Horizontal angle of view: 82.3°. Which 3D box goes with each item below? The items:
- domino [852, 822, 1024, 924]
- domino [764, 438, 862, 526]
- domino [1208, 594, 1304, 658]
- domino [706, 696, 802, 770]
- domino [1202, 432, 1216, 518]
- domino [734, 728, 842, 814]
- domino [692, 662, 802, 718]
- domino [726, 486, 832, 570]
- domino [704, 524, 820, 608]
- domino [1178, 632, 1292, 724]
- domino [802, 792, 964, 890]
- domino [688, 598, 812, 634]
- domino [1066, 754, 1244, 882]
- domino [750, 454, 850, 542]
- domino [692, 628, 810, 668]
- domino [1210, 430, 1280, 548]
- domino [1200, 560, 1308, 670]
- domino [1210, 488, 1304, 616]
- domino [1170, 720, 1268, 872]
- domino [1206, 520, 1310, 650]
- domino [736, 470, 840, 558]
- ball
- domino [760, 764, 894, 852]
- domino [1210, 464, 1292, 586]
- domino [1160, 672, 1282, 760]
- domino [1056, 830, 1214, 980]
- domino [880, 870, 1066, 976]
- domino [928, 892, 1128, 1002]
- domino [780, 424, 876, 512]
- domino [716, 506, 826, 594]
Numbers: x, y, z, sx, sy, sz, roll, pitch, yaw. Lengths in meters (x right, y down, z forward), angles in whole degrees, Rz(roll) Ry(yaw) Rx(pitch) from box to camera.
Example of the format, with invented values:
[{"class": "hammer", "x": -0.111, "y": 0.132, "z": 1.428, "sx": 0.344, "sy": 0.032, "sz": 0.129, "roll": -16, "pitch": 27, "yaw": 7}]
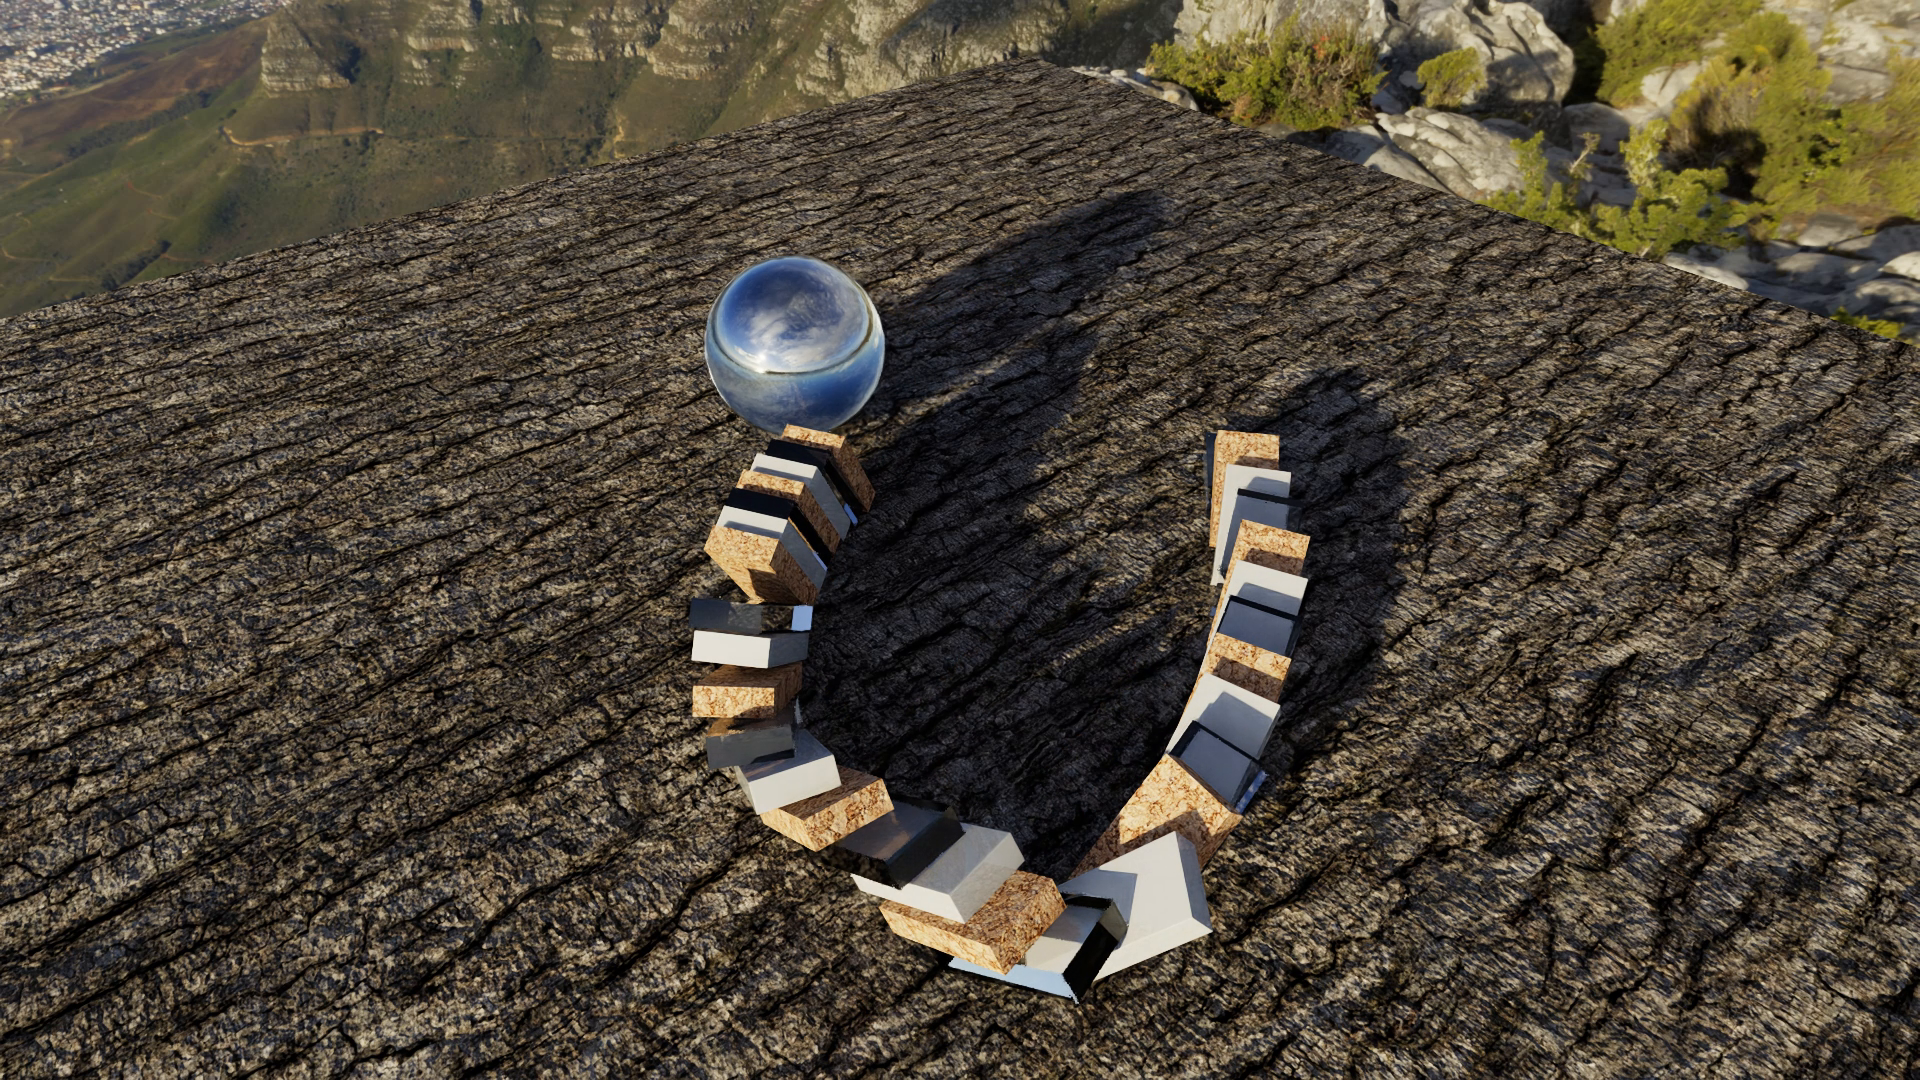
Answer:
[{"class": "domino", "x": -0.008, "y": 0.091, "z": 0.311, "sx": 0.025, "sy": 0.010, "sz": 0.050, "roll": -37, "pitch": 18, "yaw": -34}, {"class": "domino", "x": -0.058, "y": -0.022, "z": 0.440, "sx": 0.025, "sy": 0.050, "sz": 0.010, "roll": 13, "pitch": 70, "yaw": 15}, {"class": "domino", "x": 0.095, "y": 0.046, "z": 0.369, "sx": 0.025, "sy": 0.010, "sz": 0.050, "roll": 19, "pitch": 72, "yaw": 21}, {"class": "domino", "x": -0.064, "y": 0.060, "z": 0.347, "sx": 0.025, "sy": 0.009, "sz": 0.050, "roll": -7, "pitch": 3, "yaw": -6}, {"class": "domino", "x": 0.119, "y": -0.028, "z": 0.478, "sx": 0.025, "sy": 0.010, "sz": 0.050, "roll": 5, "pitch": 40, "yaw": 6}, {"class": "domino", "x": -0.054, "y": 0.070, "z": 0.335, "sx": 0.025, "sy": 0.009, "sz": 0.050, "roll": -16, "pitch": 4, "yaw": -17}, {"class": "domino", "x": -0.069, "y": 0.048, "z": 0.362, "sx": 0.025, "sy": 0.010, "sz": 0.050, "roll": 1, "pitch": 3, "yaw": 2}, {"class": "domino", "x": -0.068, "y": -0.003, "z": 0.416, "sx": 0.025, "sy": 0.050, "sz": 0.010, "roll": 13, "pitch": 70, "yaw": 15}, {"class": "domino", "x": -0.071, "y": 0.011, "z": 0.399, "sx": 0.025, "sy": 0.050, "sz": 0.010, "roll": 12, "pitch": 70, "yaw": 15}, {"class": "domino", "x": 0.086, "y": 0.058, "z": 0.355, "sx": 0.025, "sy": 0.010, "sz": 0.050, "roll": 20, "pitch": 72, "yaw": 23}, {"class": "domino", "x": -0.024, "y": 0.085, "z": 0.319, "sx": 0.025, "sy": 0.009, "sz": 0.050, "roll": -33, "pitch": 16, "yaw": -34}, {"class": "domino", "x": -0.072, "y": 0.027, "z": 0.385, "sx": 0.025, "sy": 0.009, "sz": 0.050, "roll": 5, "pitch": -3, "yaw": 12}, {"class": "domino", "x": 0.054, "y": 0.088, "z": 0.310, "sx": 0.050, "sy": 0.010, "sz": 0.025, "roll": -54, "pitch": 50, "yaw": 7}, {"class": "domino", "x": -0.062, "y": -0.016, "z": 0.432, "sx": 0.025, "sy": 0.050, "sz": 0.009, "roll": 13, "pitch": 70, "yaw": 15}, {"class": "domino", "x": -0.070, "y": 0.036, "z": 0.375, "sx": 0.025, "sy": 0.010, "sz": 0.050, "roll": 5, "pitch": -2, "yaw": 7}, {"class": "domino", "x": 0.117, "y": -0.020, "z": 0.452, "sx": 0.025, "sy": 0.010, "sz": 0.050, "roll": 6, "pitch": 64, "yaw": 7}, {"class": "domino", "x": 0.102, "y": 0.034, "z": 0.384, "sx": 0.025, "sy": 0.010, "sz": 0.050, "roll": 17, "pitch": 70, "yaw": 19}, {"class": "domino", "x": 0.113, "y": 0.007, "z": 0.417, "sx": 0.025, "sy": 0.009, "sz": 0.050, "roll": 13, "pitch": 69, "yaw": 12}, {"class": "domino", "x": 0.066, "y": 0.081, "z": 0.326, "sx": 0.025, "sy": 0.009, "sz": 0.050, "roll": 31, "pitch": 78, "yaw": 32}, {"class": "domino", "x": 0.109, "y": 0.019, "z": 0.401, "sx": 0.025, "sy": 0.009, "sz": 0.050, "roll": 16, "pitch": 70, "yaw": 14}, {"class": "domino", "x": -0.066, "y": -0.009, "z": 0.424, "sx": 0.025, "sy": 0.050, "sz": 0.009, "roll": 13, "pitch": 70, "yaw": 15}, {"class": "ball", "x": -0.074, "y": -0.086, "z": 0.493, "sx": 0.080, "sy": 0.080, "sz": 0.080, "roll": 0, "pitch": 39, "yaw": 0}, {"class": "domino", "x": -0.042, "y": 0.078, "z": 0.326, "sx": 0.025, "sy": 0.010, "sz": 0.050, "roll": -24, "pitch": 6, "yaw": -26}, {"class": "domino", "x": 0.115, "y": -0.005, "z": 0.433, "sx": 0.025, "sy": 0.009, "sz": 0.050, "roll": 9, "pitch": 65, "yaw": 10}, {"class": "domino", "x": 0.077, "y": 0.069, "z": 0.341, "sx": 0.025, "sy": 0.009, "sz": 0.050, "roll": 24, "pitch": 74, "yaw": 26}, {"class": "domino", "x": 0.042, "y": 0.101, "z": 0.295, "sx": 0.050, "sy": 0.010, "sz": 0.025, "roll": -34, "pitch": 35, "yaw": 25}, {"class": "domino", "x": 0.003, "y": 0.100, "z": 0.300, "sx": 0.025, "sy": 0.009, "sz": 0.050, "roll": -37, "pitch": 18, "yaw": -34}, {"class": "domino", "x": 0.017, "y": 0.106, "z": 0.293, "sx": 0.050, "sy": 0.009, "sz": 0.025, "roll": -11, "pitch": 23, "yaw": 47}, {"class": "domino", "x": -0.053, "y": -0.028, "z": 0.447, "sx": 0.025, "sy": 0.050, "sz": 0.009, "roll": 13, "pitch": 70, "yaw": 16}, {"class": "domino", "x": -0.069, "y": 0.004, "z": 0.407, "sx": 0.025, "sy": 0.050, "sz": 0.010, "roll": 13, "pitch": 70, "yaw": 15}]
